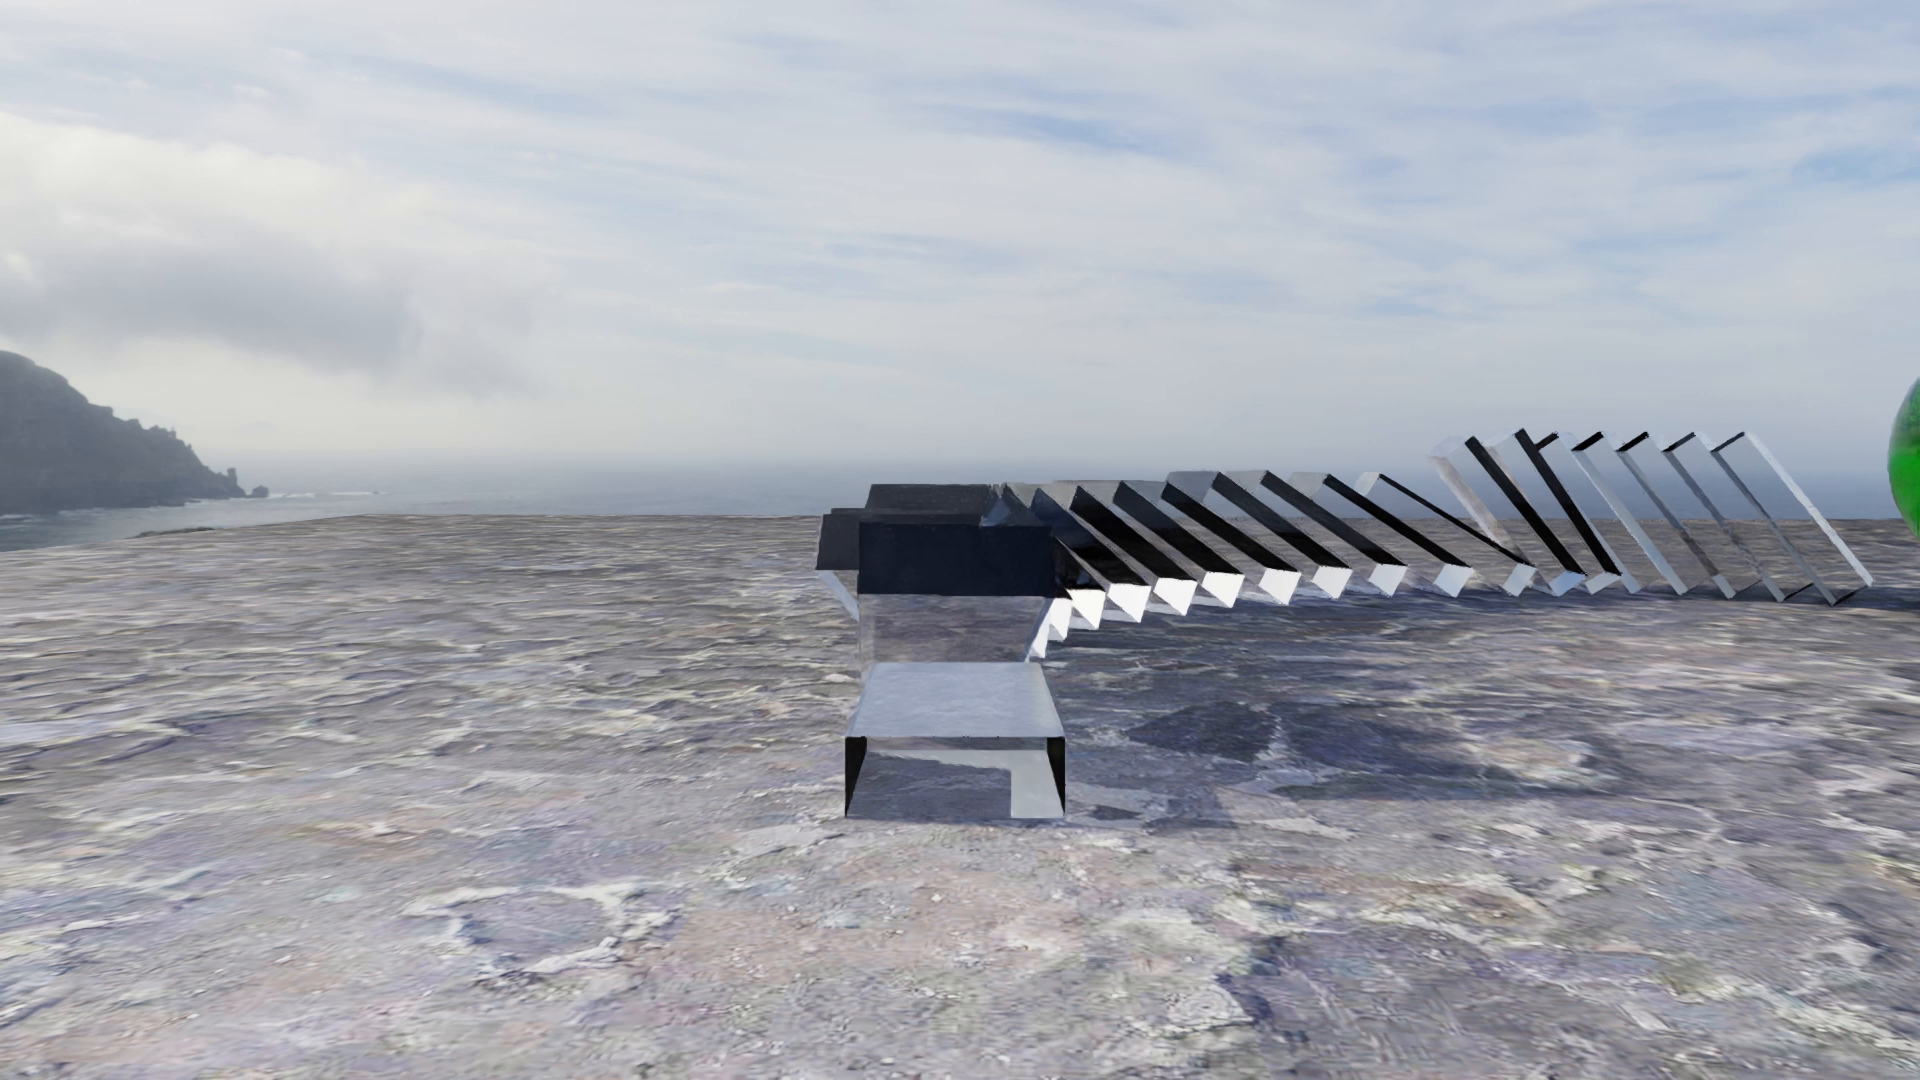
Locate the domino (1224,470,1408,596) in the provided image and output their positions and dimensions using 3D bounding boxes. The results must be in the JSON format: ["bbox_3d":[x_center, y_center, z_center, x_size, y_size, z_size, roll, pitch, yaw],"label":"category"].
[{"bbox_3d":[0.097,-0.002,0.358,0.050,0.009,0.025,32,-5,-13],"label":"domino"}]

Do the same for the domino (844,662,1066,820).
[{"bbox_3d":[-0.001,0.025,0.170,0.025,0.010,0.050,0,4,0],"label":"domino"}]

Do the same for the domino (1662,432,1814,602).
[{"bbox_3d":[0.218,-0.007,0.358,0.009,0.050,0.025,-41,-21,32],"label":"domino"}]

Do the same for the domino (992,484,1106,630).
[{"bbox_3d":[0.009,0.004,0.278,0.025,0.010,0.050,0,-27,33],"label":"domino"}]

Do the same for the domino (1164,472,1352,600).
[{"bbox_3d":[0.080,-0.001,0.350,0.050,0.009,0.025,33,-9,-19],"label":"domino"}]

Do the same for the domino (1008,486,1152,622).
[{"bbox_3d":[0.020,0.004,0.297,0.025,0.009,0.050,3,-25,42],"label":"domino"}]

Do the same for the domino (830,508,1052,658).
[{"bbox_3d":[-0.003,0.009,0.242,0.025,0.009,0.050,2,-22,25],"label":"domino"}]

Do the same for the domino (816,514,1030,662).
[{"bbox_3d":[-0.004,0.010,0.218,0.025,0.010,0.050,0,-23,13],"label":"domino"}]

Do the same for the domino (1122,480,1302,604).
[{"bbox_3d":[0.064,0.000,0.341,0.050,0.010,0.025,31,-10,-24],"label":"domino"}]

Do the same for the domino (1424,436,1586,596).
[{"bbox_3d":[0.156,-0.008,0.369,0.010,0.050,0.025,-39,-1,8],"label":"domino"}]

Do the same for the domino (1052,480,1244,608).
[{"bbox_3d":[0.047,0.001,0.327,0.050,0.009,0.025,33,-17,-32],"label":"domino"}]

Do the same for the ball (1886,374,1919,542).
[{"bbox_3d":[0.288,-0.022,0.330,0.080,0.080,0.080,0,4,0],"label":"ball"}]

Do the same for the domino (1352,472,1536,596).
[{"bbox_3d":[0.138,-0.002,0.369,0.050,0.010,0.025,32,7,3],"label":"domino"}]

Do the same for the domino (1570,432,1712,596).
[{"bbox_3d":[0.200,-0.009,0.373,0.010,0.050,0.025,-41,-21,32],"label":"domino"}]

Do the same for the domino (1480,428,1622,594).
[{"bbox_3d":[0.171,-0.009,0.375,0.010,0.050,0.025,-33,-2,11],"label":"domino"}]

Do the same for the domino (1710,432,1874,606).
[{"bbox_3d":[0.227,-0.007,0.351,0.009,0.050,0.025,-41,-21,32],"label":"domino"}]

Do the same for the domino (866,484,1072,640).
[{"bbox_3d":[0.003,0.005,0.259,0.025,0.010,0.050,2,-27,25],"label":"domino"}]

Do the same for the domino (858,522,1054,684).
[{"bbox_3d":[-0.002,0.011,0.187,0.025,0.010,0.050,1,-19,-4],"label":"domino"}]

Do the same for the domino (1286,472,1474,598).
[{"bbox_3d":[0.117,-0.002,0.364,0.050,0.009,0.025,32,0,-8],"label":"domino"}]

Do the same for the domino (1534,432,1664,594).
[{"bbox_3d":[0.189,-0.009,0.378,0.010,0.050,0.025,-41,-20,32],"label":"domino"}]

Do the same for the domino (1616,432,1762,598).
[{"bbox_3d":[0.209,-0.008,0.366,0.010,0.050,0.025,-41,-21,32],"label":"domino"}]

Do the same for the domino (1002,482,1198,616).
[{"bbox_3d":[0.033,0.002,0.313,0.025,0.010,0.050,5,-23,49],"label":"domino"}]
